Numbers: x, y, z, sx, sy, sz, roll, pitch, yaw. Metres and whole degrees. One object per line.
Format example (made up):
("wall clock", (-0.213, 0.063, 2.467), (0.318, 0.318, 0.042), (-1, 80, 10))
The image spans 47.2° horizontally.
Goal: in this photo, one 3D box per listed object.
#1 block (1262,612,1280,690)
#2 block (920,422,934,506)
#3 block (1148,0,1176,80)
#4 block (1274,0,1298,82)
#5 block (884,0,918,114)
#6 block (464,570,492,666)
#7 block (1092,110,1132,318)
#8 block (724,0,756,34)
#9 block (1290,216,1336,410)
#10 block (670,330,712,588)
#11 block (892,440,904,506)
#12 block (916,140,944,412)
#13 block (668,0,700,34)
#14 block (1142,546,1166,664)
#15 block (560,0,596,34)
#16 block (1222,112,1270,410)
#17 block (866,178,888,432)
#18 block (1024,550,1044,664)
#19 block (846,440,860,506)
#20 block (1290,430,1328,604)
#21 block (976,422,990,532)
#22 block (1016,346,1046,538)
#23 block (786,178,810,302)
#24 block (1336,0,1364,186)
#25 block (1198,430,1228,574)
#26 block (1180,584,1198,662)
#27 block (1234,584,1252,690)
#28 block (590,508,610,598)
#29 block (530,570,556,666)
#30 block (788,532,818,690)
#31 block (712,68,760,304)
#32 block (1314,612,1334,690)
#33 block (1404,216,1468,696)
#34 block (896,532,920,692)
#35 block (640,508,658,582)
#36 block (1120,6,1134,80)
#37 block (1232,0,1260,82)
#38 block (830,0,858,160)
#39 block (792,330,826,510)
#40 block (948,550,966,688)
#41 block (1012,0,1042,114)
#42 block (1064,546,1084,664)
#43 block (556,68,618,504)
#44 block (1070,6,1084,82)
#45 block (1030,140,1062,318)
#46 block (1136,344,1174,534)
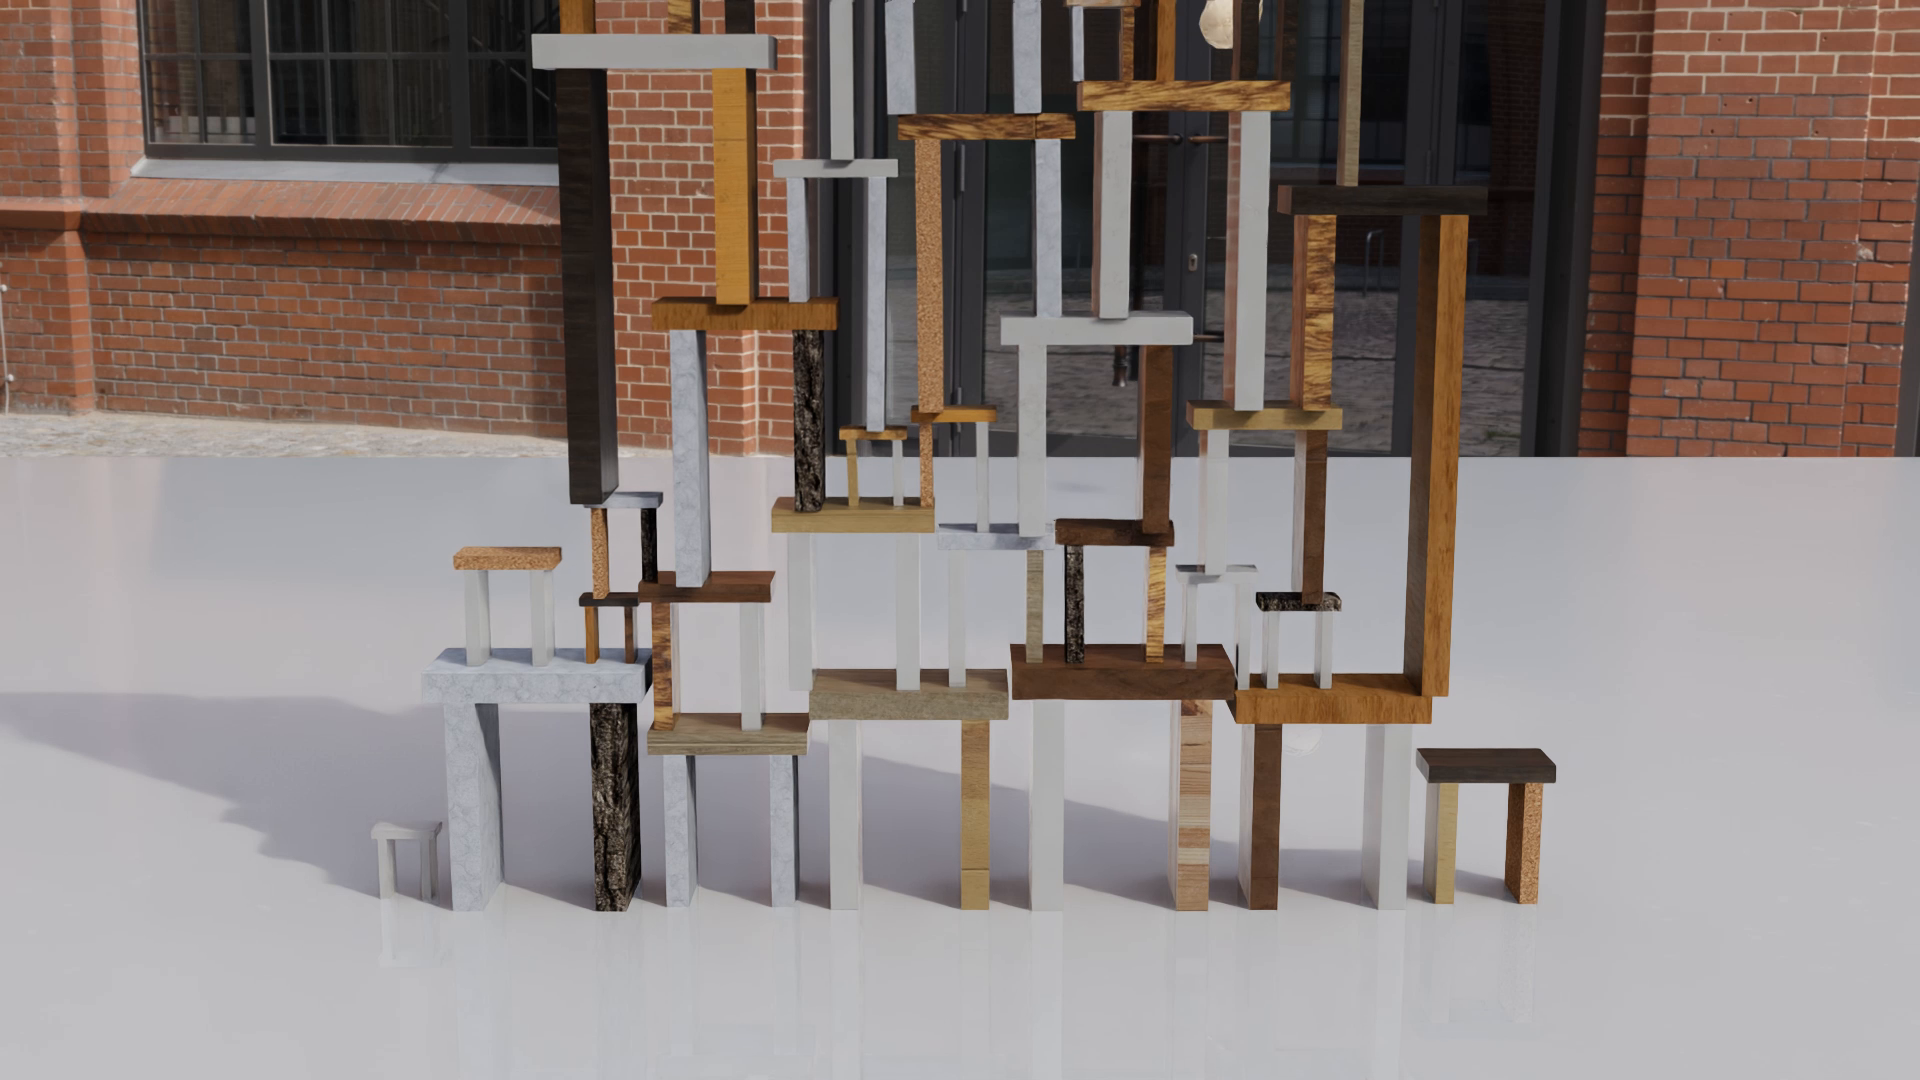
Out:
("block", (0.508, 0.173, 3.597), (0.018, 0.130, 0.065), (0, 11, 0))
("block", (-0.054, -0.126, 3.533), (0.019, 0.136, 0.068), (-1, 11, 0))
("block", (0.314, -0.810, 3.412), (0.028, 0.194, 0.097), (0, 10, -2))
("block", (0.508, -0.788, 3.420), (0.021, 0.150, 0.075), (1, 10, -1))
("block", (-0.092, -0.809, 3.413), (0.041, 0.292, 0.146), (-1, 11, 1))
("block", (-0.785, 0.119, 3.580), (0.023, 0.159, 0.080), (0, 11, 0))
("block", (0.238, -0.514, 3.460), (0.045, 0.316, 0.158), (0, 10, -1))
("block", (-0.341, -0.902, 3.392), (0.035, 0.245, 0.122), (0, 11, 0))
("block", (0.559, -0.365, 3.489), (0.043, 0.302, 0.151), (0, 10, 0))
("block", (-0.432, -0.139, 3.531), (0.041, 0.410, 0.143), (0, 11, 0))
("block", (-0.099, -0.112, 3.535), (0.015, 0.107, 0.054), (-1, 10, 0))
("block", (-0.047, -0.420, 3.485), (0.039, 0.422, 0.136), (0, 11, 1))
("block", (-0.427, -0.904, 3.392), (0.035, 0.247, 0.124), (0, 11, 0))
("block", (0.316, 0.096, 3.582), (0.027, 0.191, 0.095), (1, 11, 0))
("block", (-0.592, -0.904, 3.391), (0.035, 0.247, 0.124), (0, 11, 0))
("block", (0.452, -0.443, 3.476), (0.045, 0.460, 0.158), (0, 10, 0))
("block", (-0.131, -0.375, 3.489), (0.027, 0.397, 0.096), (1, 11, 0))
("block", (0.120, 0.099, 3.580), (0.026, 0.186, 0.093), (0, 11, 0))
("block", (-0.172, -0.112, 3.536), (0.015, 0.107, 0.054), (-2, 11, 0))
("block", (0.564, -0.047, 3.554), (0.033, 0.281, 0.117), (0, 10, 0))
("block", (0.036, -0.106, 3.537), (0.019, 0.178, 0.068), (-1, 10, 0))
("block", (0.113, -0.168, 3.527), (0.042, 0.304, 0.149), (0, 10, 0))
("block", (-0.255, -0.476, 3.473), (0.027, 0.193, 0.096), (0, 11, 0))
("block", (0.609, -0.710, 3.433), (0.021, 0.310, 0.075), (0, 11, 0))
("block", (0.408, -0.070, 3.549), (0.033, 0.234, 0.117), (0, 10, 0))
("block", (0.373, 0.128, 3.579), (0.018, 0.130, 0.065), (0, 11, 0))
("block", (0.460, 0.151, 3.584), (0.018, 0.177, 0.065), (0, 11, 0))
("block", (-0.583, 0.017, 3.564), (0.017, 0.148, 0.060), (0, 11, 0))
("block", (-0.680, 0.119, 3.581), (0.023, 0.159, 0.080), (0, 11, 0))
("block", (-0.256, 0.104, 3.577), (0.037, 0.258, 0.129), (0, 11, 0))
("block", (-0.351, -0.556, 3.455), (0.051, 0.357, 0.179), (0, 11, 0))
("block", (0.595, 0.173, 3.596), (0.018, 0.130, 0.065), (0, 11, 0))
("block", (0.762, -0.138, 3.533), (0.043, 0.765, 0.151), (0, 11, 0))
("block", (-0.083, 0.104, 3.575), (0.037, 0.258, 0.129), (0, 11, 0))
("block", (-0.503, 0.002, 3.562), (0.017, 0.120, 0.060), (0, 11, 0))
("block", (0.259, -0.769, 3.416), (0.016, 0.113, 0.057), (0, 11, -2))
("block", (0.444, -0.810, 3.415), (0.028, 0.194, 0.097), (0, 10, -1))
("block", (-0.181, -0.810, 3.408), (0.035, 0.433, 0.122), (0, 11, 1))
("block", (-0.241, -0.200, 3.519), (0.041, 0.286, 0.143), (0, 10, 0))
("block", (-0.005, 0.119, 3.584), (0.026, 0.226, 0.093), (0, 11, 0))
("block", (0.102, -0.810, 3.410), (0.041, 0.293, 0.146), (-1, 11, 1))
("block", (0.186, 0.096, 3.581), (0.027, 0.191, 0.095), (-1, 11, 0))
("block", (-0.588, -0.402, 3.483), (0.051, 0.671, 0.179), (0, 11, 0))
("block", (0.181, -0.769, 3.410), (0.016, 0.113, 0.057), (-2, 11, -2))
("block", (0.136, -0.493, 3.468), (0.039, 0.273, 0.136), (-1, 10, -1))
("block", (0.311, -0.171, 3.531), (0.042, 0.299, 0.149), (0, 10, 0))
